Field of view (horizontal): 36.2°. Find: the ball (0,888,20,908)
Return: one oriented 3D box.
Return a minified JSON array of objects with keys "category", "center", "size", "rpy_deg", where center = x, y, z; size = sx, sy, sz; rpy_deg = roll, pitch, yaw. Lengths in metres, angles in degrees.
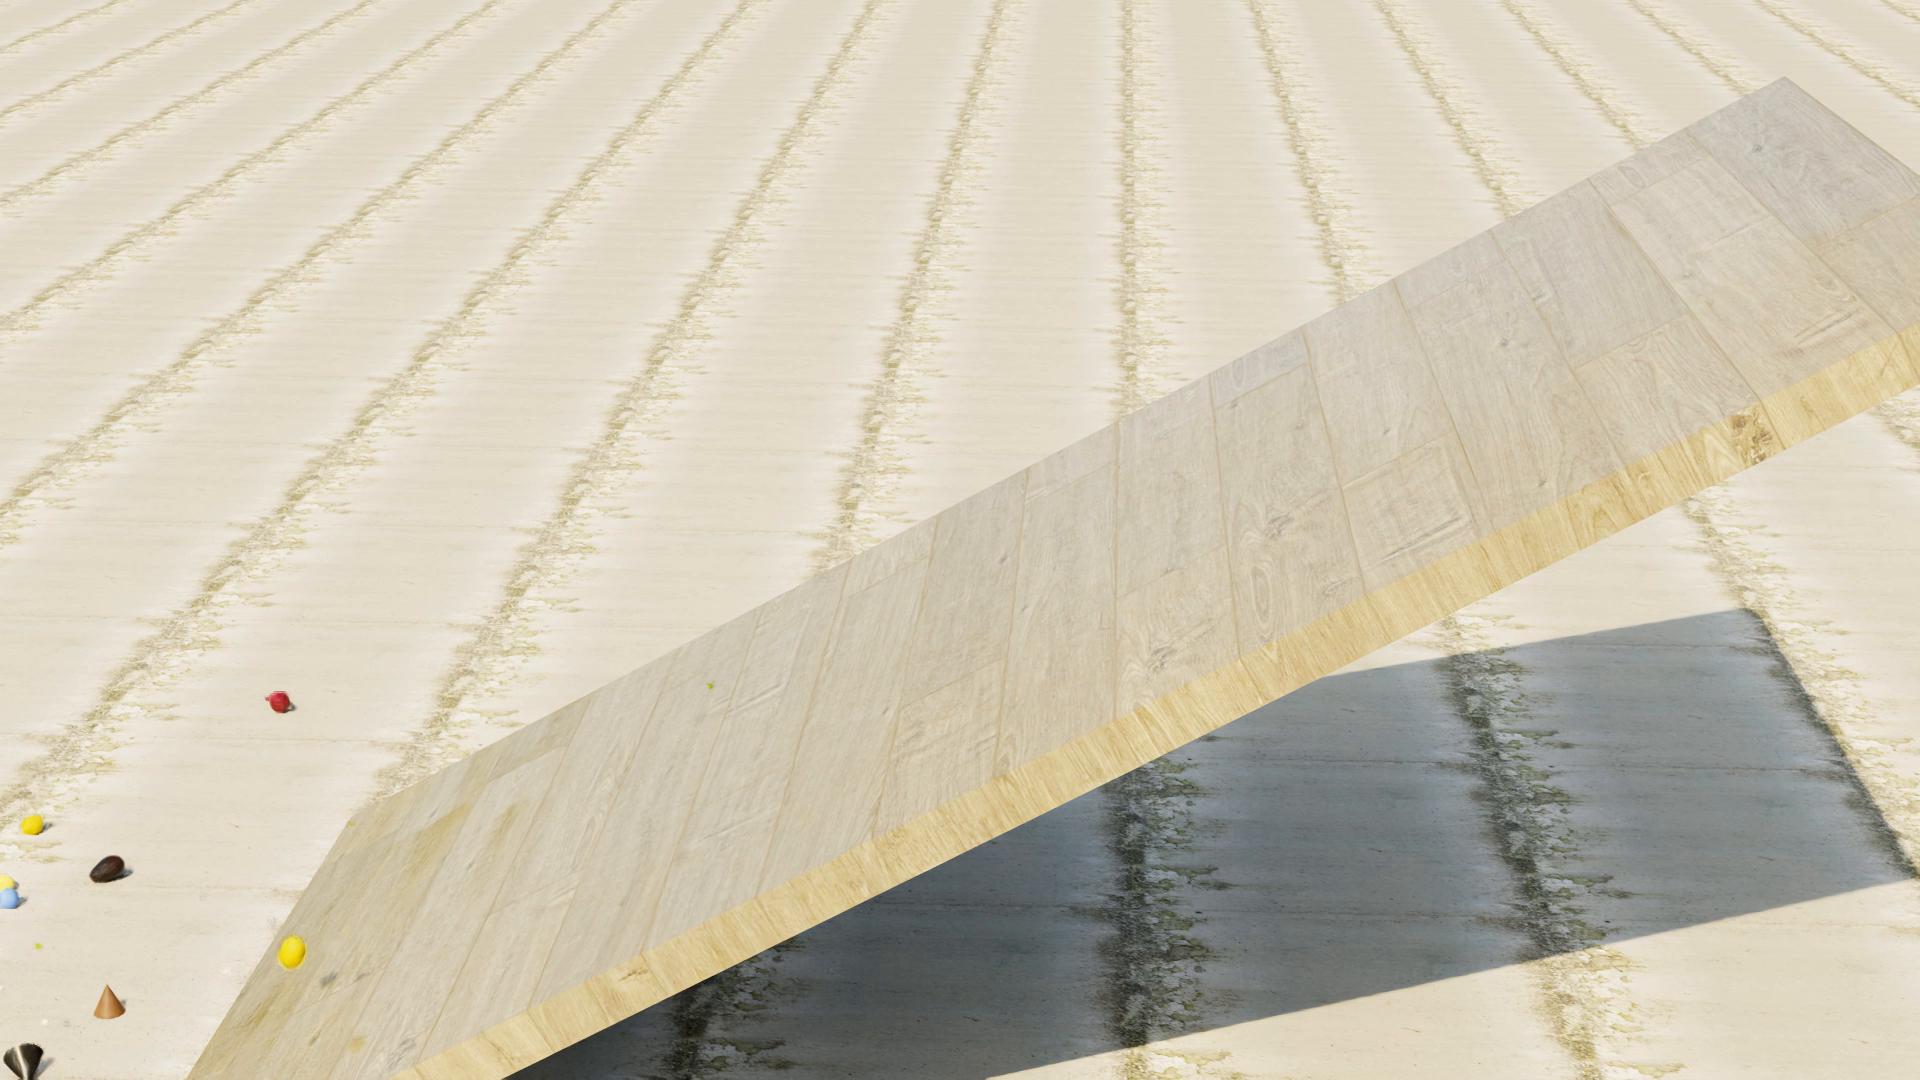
[{"category":"ball","center":[-2.355,0.886,7.278],"size":[0.052,0.052,0.052],"rpy_deg":[0,18,0]}]

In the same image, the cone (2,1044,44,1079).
[{"category":"cone","center":[-2.045,1.164,6.442],"size":[0.085,0.085,0.085],"rpy_deg":[-8,46,-23]}]

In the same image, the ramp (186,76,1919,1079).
[{"category":"ramp","center":[0.142,0.167,6.282],"size":[4.000,0.100,2.000],"rpy_deg":[-27,14,11]}]

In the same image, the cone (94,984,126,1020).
[{"category":"cone","center":[-1.952,1.049,6.740],"size":[0.072,0.072,0.072],"rpy_deg":[0,18,0]}]

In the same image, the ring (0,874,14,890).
[{"category":"ring","center":[-2.418,0.867,7.374],"size":[0.091,0.030,0.091],"rpy_deg":[0,19,0]}]
